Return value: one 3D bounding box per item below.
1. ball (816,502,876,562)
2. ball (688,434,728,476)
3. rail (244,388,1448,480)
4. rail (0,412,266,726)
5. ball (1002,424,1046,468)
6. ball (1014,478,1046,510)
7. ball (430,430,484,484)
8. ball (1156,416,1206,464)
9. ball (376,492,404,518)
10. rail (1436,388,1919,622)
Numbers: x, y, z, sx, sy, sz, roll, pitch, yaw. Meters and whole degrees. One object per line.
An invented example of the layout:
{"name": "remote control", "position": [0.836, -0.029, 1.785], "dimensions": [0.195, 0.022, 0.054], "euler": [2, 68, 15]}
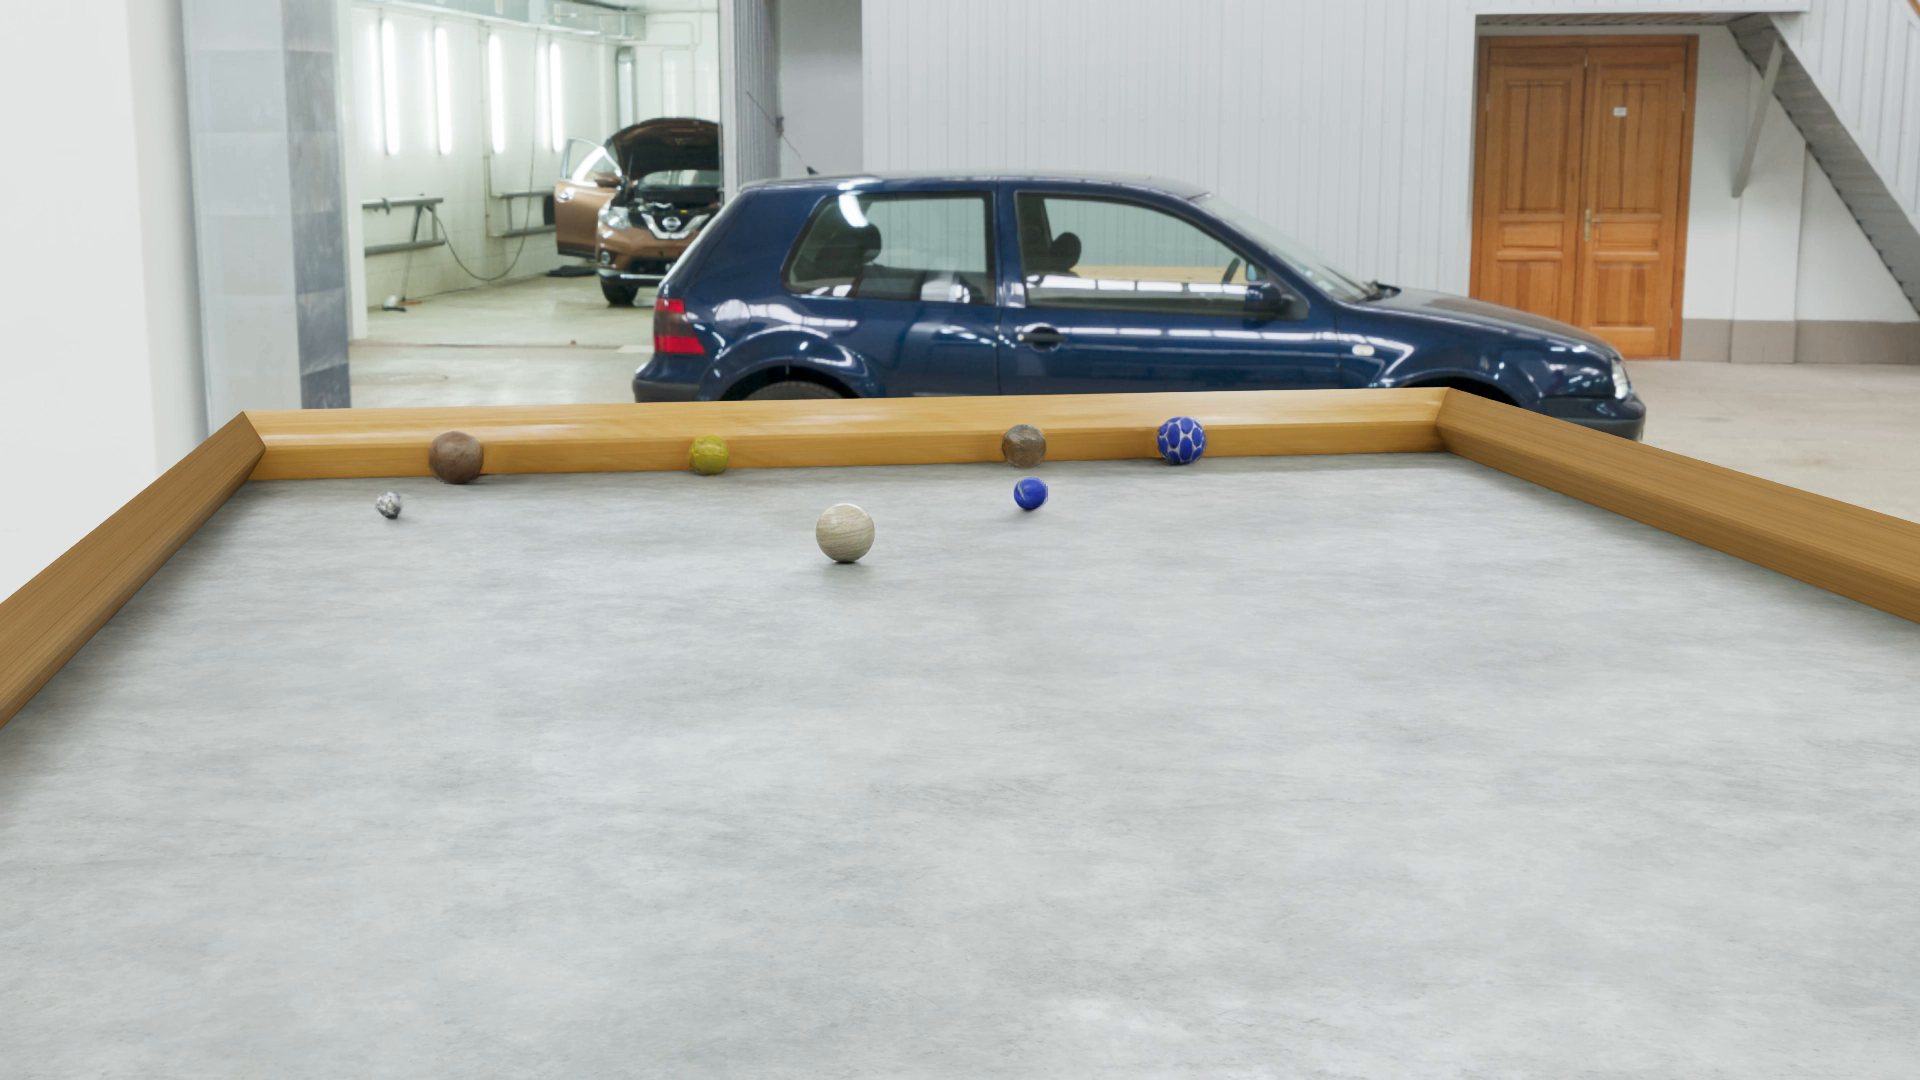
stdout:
{"name": "ball", "position": [-0.173, -0.011, 3.312], "dimensions": [0.090, 0.090, 0.090], "euler": [0, 10, 0]}
{"name": "ball", "position": [-0.477, -0.162, 4.167], "dimensions": [0.077, 0.077, 0.077], "euler": [0, 10, 0]}
{"name": "rail", "position": [-0.166, -0.207, 4.267], "dimensions": [2.362, 0.129, 0.045], "euler": [-2, 11, -9]}
{"name": "rail", "position": [-0.971, 0.190, 2.097], "dimensions": [0.045, 0.129, 4.134], "euler": [-2, 11, -9]}
{"name": "ball", "position": [0.123, -0.182, 4.254], "dimensions": [0.086, 0.086, 0.086], "euler": [0, 10, 0]}
{"name": "ball", "position": [0.120, -0.079, 3.776], "dimensions": [0.056, 0.056, 0.056], "euler": [0, 10, 0]}
{"name": "ball", "position": [-0.930, -0.153, 4.062], "dimensions": [0.099, 0.099, 0.099], "euler": [0, 10, 0]}
{"name": "ball", "position": [0.432, -0.195, 4.301], "dimensions": [0.095, 0.095, 0.095], "euler": [0, 10, 0]}
{"name": "ball", "position": [-0.961, -0.060, 3.705], "dimensions": [0.044, 0.044, 0.044], "euler": [0, 10, 0]}
{"name": "rail", "position": [1.312, 0.122, 2.472], "dimensions": [0.045, 0.129, 4.134], "euler": [-2, 11, -9]}
